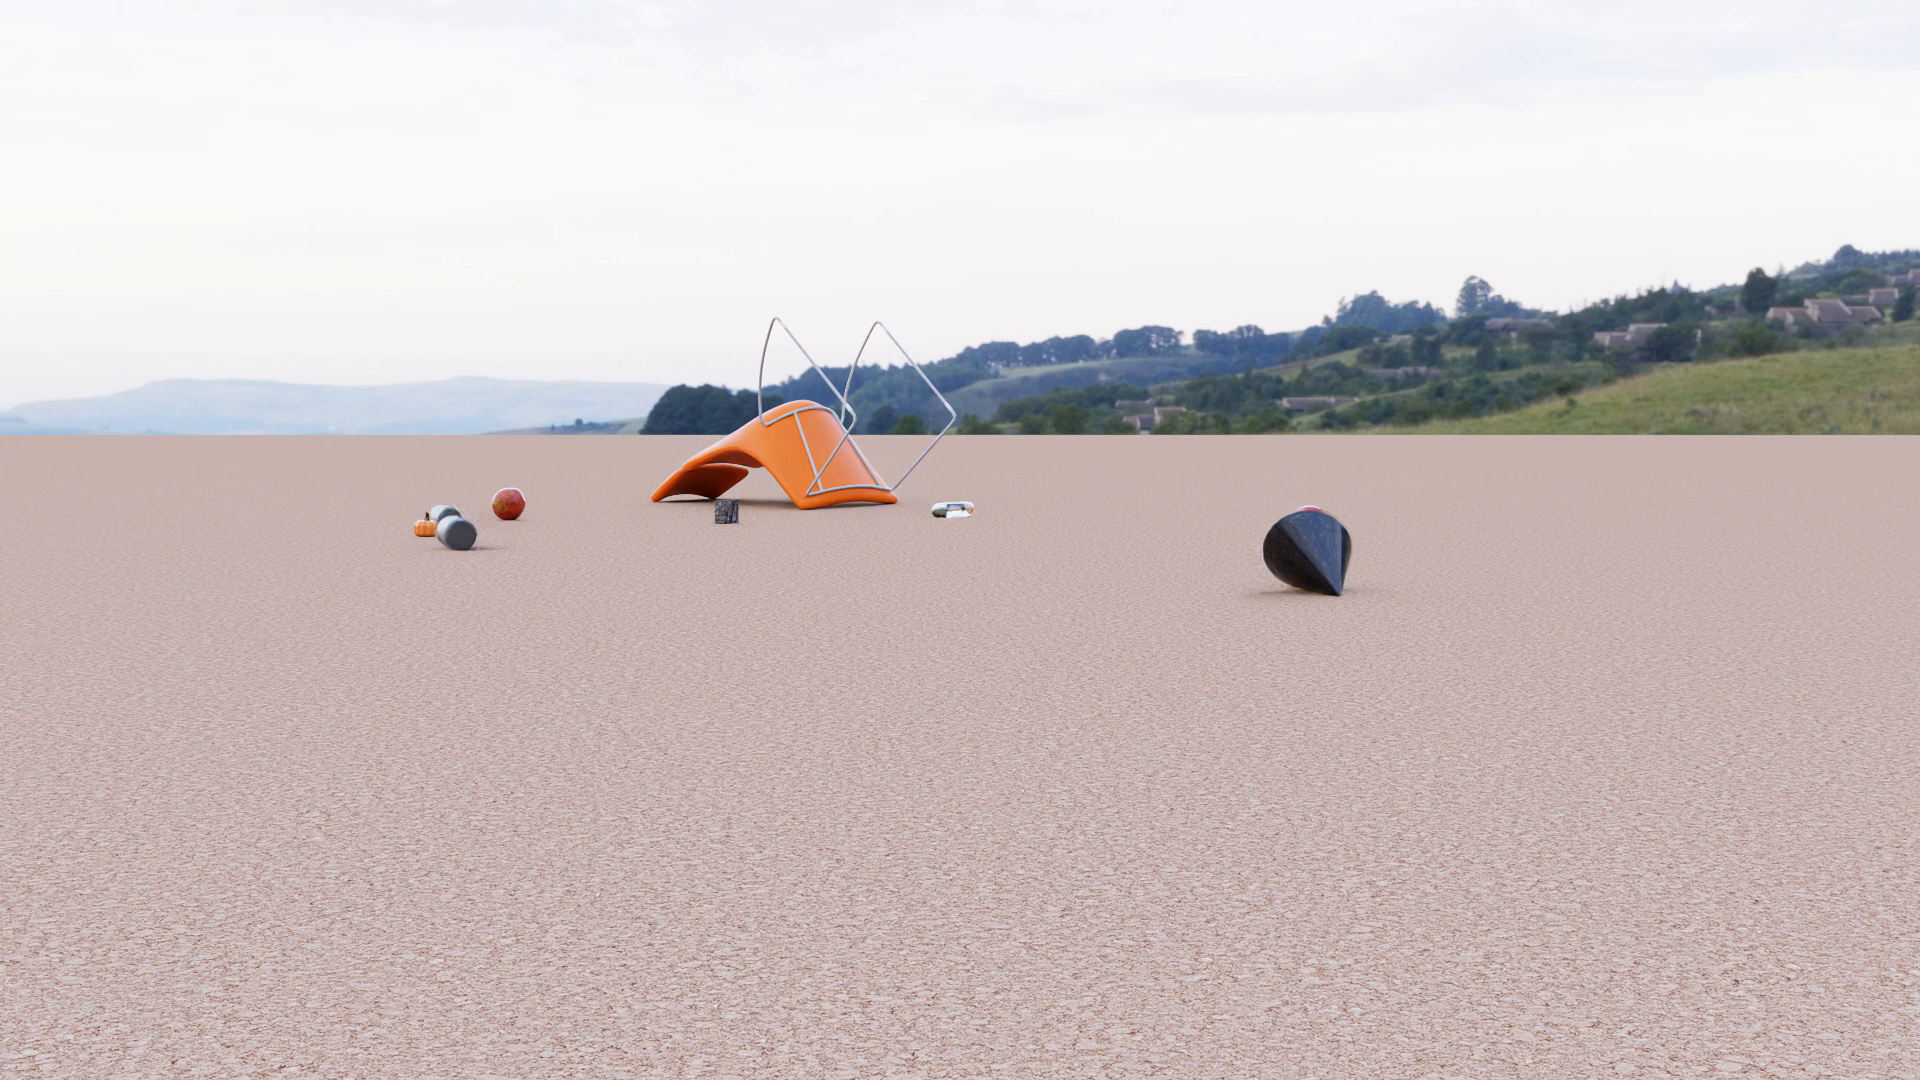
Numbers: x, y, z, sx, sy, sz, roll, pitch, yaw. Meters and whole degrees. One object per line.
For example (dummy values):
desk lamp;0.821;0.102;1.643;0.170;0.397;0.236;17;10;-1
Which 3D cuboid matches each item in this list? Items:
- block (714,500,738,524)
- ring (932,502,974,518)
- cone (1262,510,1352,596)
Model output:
block;-0.781;-0.094;7.365;0.047;0.076;0.086;1;4;19
ring;-0.024;-0.106;7.736;0.101;0.050;0.193;2;5;44
cone;0.798;0.073;4.819;0.251;0.188;0.176;35;18;-36
